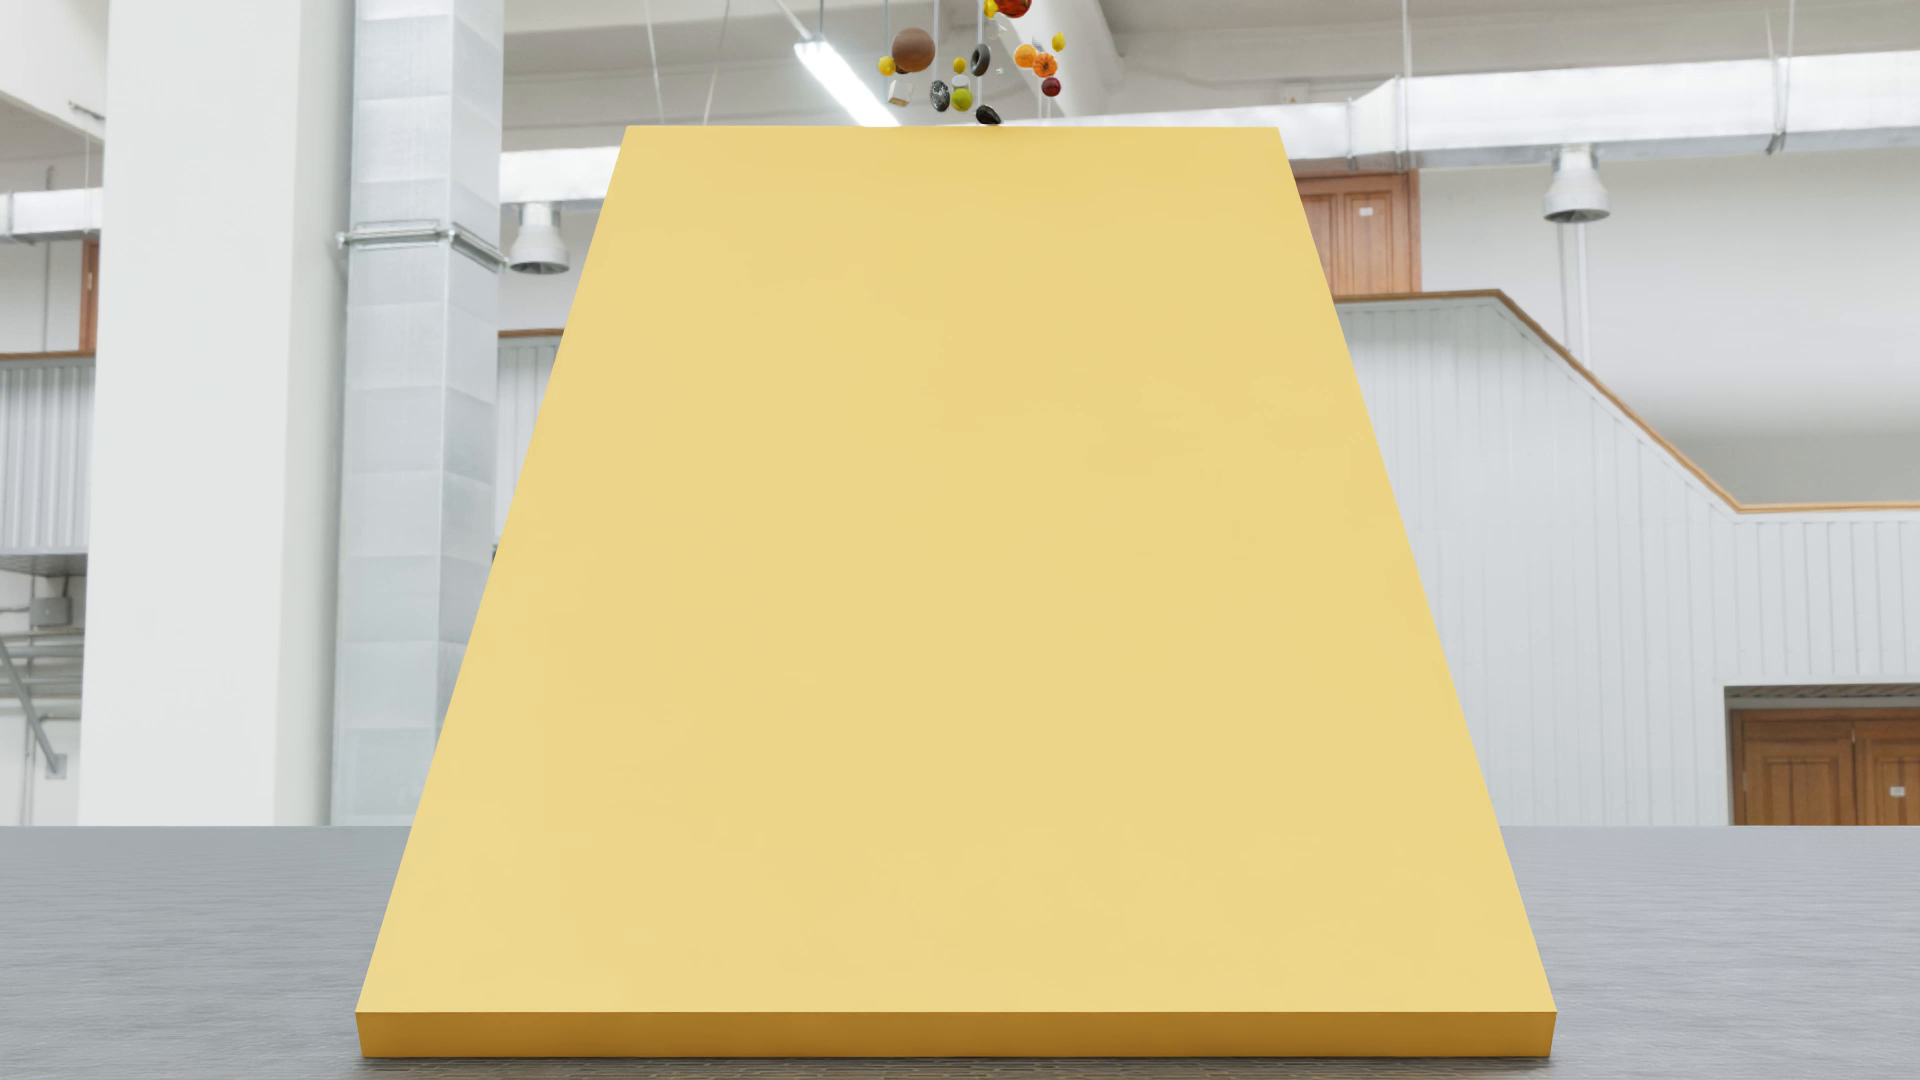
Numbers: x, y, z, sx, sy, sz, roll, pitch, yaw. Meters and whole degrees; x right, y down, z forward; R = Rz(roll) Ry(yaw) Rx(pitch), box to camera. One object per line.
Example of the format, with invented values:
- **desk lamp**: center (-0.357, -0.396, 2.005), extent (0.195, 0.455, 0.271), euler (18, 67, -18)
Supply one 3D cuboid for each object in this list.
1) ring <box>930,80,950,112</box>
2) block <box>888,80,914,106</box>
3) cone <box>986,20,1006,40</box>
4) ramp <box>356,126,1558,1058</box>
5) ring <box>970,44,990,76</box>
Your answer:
- **ring**: center (-0.062, -1.362, 7.459), extent (0.033, 0.098, 0.098), euler (-16, 1, -24)
- **block**: center (-0.183, -1.368, 7.441), extent (0.057, 0.057, 0.057), euler (14, -11, -16)
- **cone**: center (0.117, -1.506, 7.178), extent (0.057, 0.057, 0.057), euler (-12, 3, -41)
- **ramp**: center (-0.014, -0.201, 5.784), extent (2.000, 0.100, 4.000), euler (0, 31, 0)
- **ring**: center (0.062, -1.454, 7.362), extent (0.034, 0.102, 0.102), euler (9, -10, -23)
